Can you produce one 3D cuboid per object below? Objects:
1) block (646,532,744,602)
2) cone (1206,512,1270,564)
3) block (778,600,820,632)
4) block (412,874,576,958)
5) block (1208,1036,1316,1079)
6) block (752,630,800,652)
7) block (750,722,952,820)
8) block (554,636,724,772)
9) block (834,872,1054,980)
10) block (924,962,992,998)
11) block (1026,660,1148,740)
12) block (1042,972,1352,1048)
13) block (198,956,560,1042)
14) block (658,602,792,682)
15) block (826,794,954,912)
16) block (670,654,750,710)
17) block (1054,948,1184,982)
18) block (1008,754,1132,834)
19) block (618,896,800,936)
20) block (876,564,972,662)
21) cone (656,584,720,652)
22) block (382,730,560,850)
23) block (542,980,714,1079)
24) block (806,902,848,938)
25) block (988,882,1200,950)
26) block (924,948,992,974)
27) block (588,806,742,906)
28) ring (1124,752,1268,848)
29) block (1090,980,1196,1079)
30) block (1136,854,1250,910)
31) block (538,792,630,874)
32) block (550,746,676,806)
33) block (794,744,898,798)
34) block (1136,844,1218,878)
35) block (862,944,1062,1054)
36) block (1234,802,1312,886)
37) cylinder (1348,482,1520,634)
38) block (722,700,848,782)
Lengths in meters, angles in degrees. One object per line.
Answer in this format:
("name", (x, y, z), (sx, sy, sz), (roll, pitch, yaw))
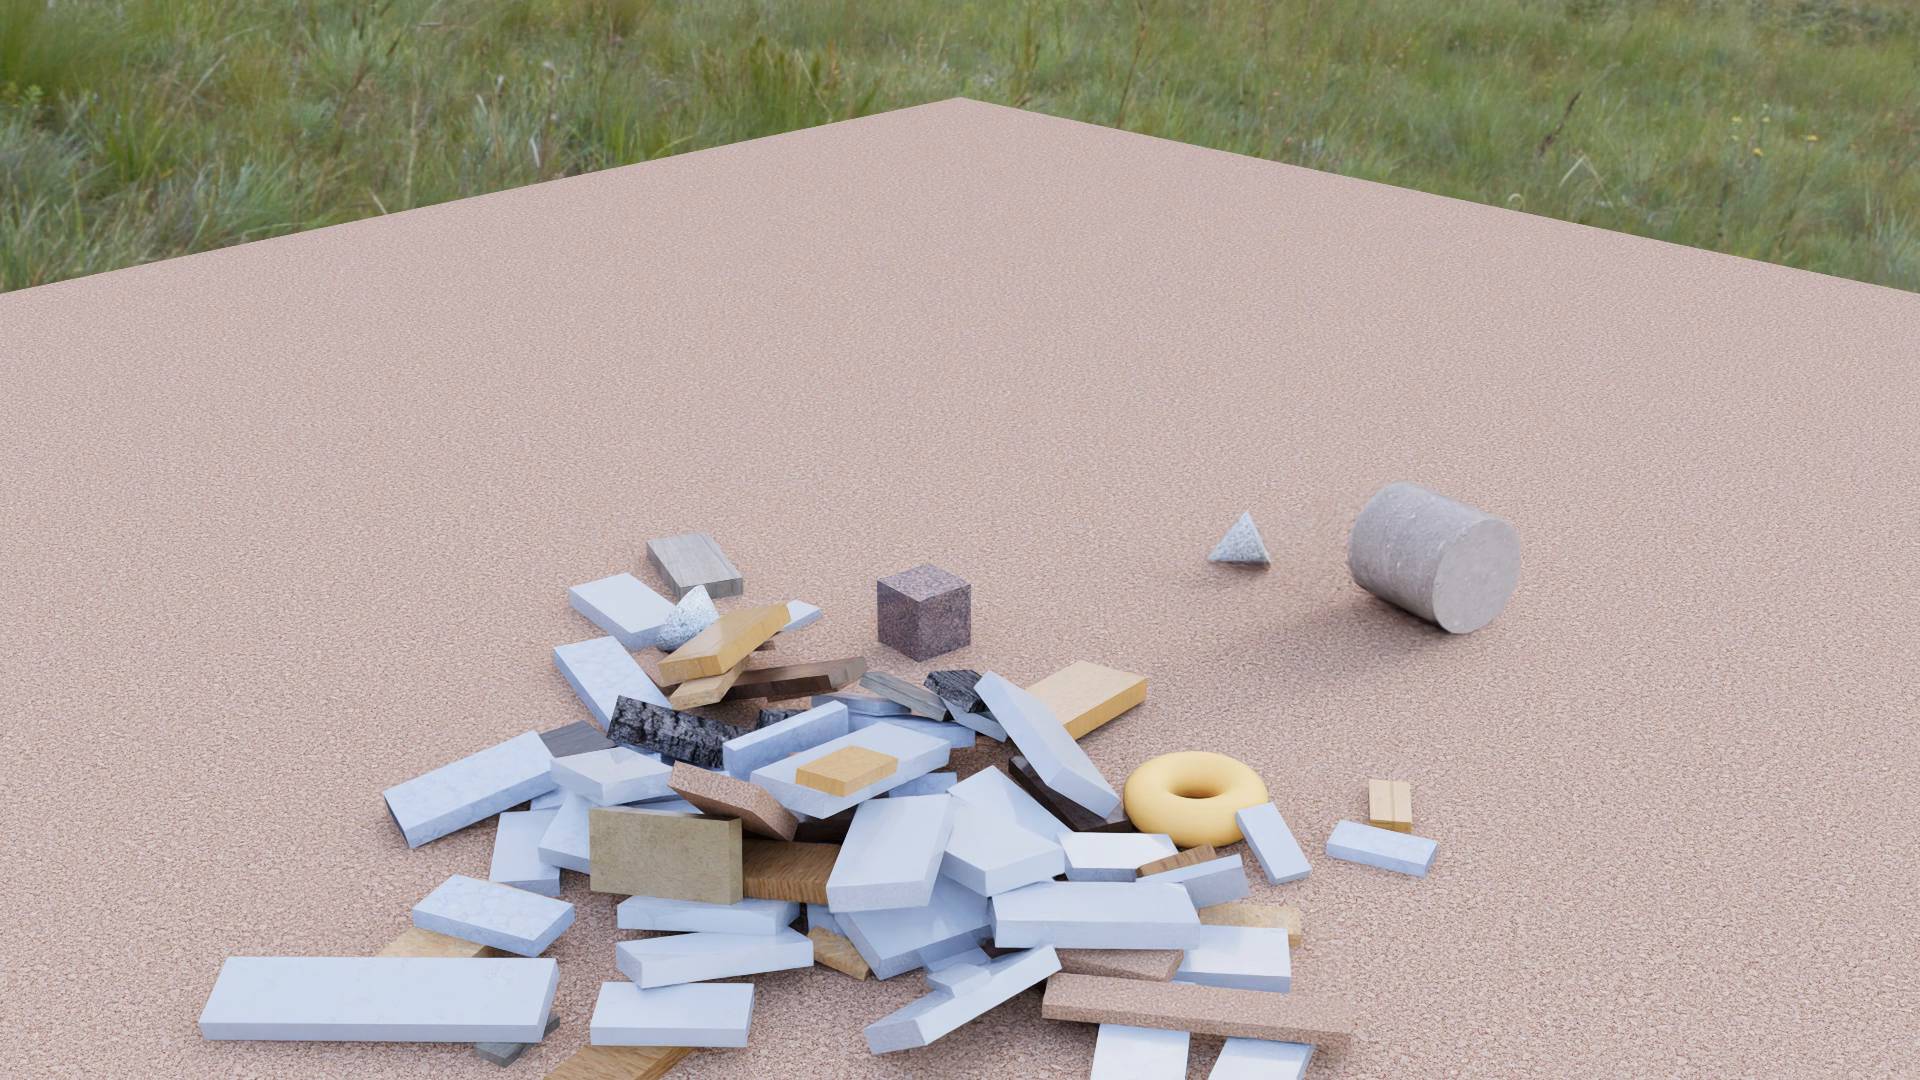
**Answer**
("block", (-0.671, 0.067, 5.544), (0.160, 0.045, 0.320), (-9, 25, -21))
("cone", (0.695, 0.024, 5.620), (0.147, 0.147, 0.147), (-25, 21, 10))
("block", (-0.418, 0.191, 5.280), (0.081, 0.023, 0.163), (17, 28, 34))
("block", (-0.847, 0.681, 3.995), (0.260, 0.037, 0.130), (10, 25, 22))
("block", (0.398, 0.974, 3.418), (0.133, 0.038, 0.842), (9, 25, 20))
("block", (-0.454, 0.232, 5.015), (0.163, 0.023, 0.081), (-6, 11, 39))
("block", (-0.205, 0.440, 4.254), (0.164, 0.046, 0.487), (14, 13, 26))
("block", (-0.697, 0.390, 4.788), (0.145, 0.041, 0.783), (-11, 25, -25))
("block", (-0.014, 0.674, 4.026), (0.392, 0.049, 0.174), (-13, 38, -28))
("block", (-0.004, 0.753, 3.775), (0.070, 0.020, 0.254), (-22, -3, -13))
("block", (0.238, 0.358, 4.808), (0.179, 0.051, 0.358), (13, 22, 34))
("block", (0.403, 0.797, 3.737), (0.517, 0.028, 0.098), (4, 23, 9))
("block", (-0.994, 0.788, 3.777), (0.585, 0.043, 0.152), (-1, 35, 5))
("block", (-0.527, 0.229, 4.948), (0.160, 0.045, 0.320), (-10, 15, 28))
("block", (-0.122, 0.563, 3.980), (0.174, 0.049, 0.348), (-6, 18, 10))
("block", (-0.548, 0.305, 4.854), (0.103, 0.029, 0.409), (-12, 8, 6))
("block", (0.266, 0.733, 3.881), (0.233, 0.033, 0.117), (8, 24, 21))
("block", (0.222, 0.520, 4.493), (0.117, 0.033, 0.328), (-10, 25, -22))
("block", (-0.458, 0.677, 4.019), (0.299, 0.042, 0.149), (0, 4, 13))
("block", (-0.084, 0.170, 5.161), (0.156, 0.156, 0.156), (-18, 29, -36))
("cone", (-0.578, 0.230, 5.113), (0.182, 0.182, 0.182), (35, 32, 10))
("block", (-0.981, 0.501, 4.437), (0.328, 0.046, 0.164), (-22, 32, -20))
("block", (-0.557, 0.866, 3.671), (0.130, 0.037, 0.463), (14, 26, 29))
("block", (-0.248, 0.682, 4.048), (0.068, 0.019, 0.135), (-3, 52, -8))
("block", (0.235, 0.668, 3.923), (0.358, 0.051, 0.179), (2, 13, -5))
("block", (-0.003, 0.762, 3.945), (0.112, 0.016, 0.056), (-12, 26, -26))
("block", (-0.543, 0.579, 4.047), (0.307, 0.153, 0.043), (1, 4, 26))
("ring", (0.473, 0.519, 4.414), (0.292, 0.097, 0.292), (-1, 23, 1))
("block", (0.311, 0.845, 3.714), (0.152, 0.043, 0.304), (4, 23, 9))
("block", (0.430, 0.642, 4.057), (0.196, 0.098, 0.028), (-14, 44, 5))
("block", (-0.631, 0.583, 4.203), (0.311, 0.042, 0.149), (12, 40, 11))
("block", (-0.674, 0.458, 4.281), (0.153, 0.043, 0.307), (-8, 8, -28))
("block", (-0.210, 0.431, 4.110), (0.104, 0.029, 0.207), (13, 13, 24))
("block", (0.422, 0.637, 4.172), (0.165, 0.023, 0.082), (-13, 63, -28))
("block", (0.006, 0.783, 3.754), (0.320, 0.045, 0.160), (-20, -4, -40))
("block", (0.605, 0.587, 4.258), (0.082, 0.023, 0.165), (-10, 51, -23))
("cylinder", (1.139, 0.041, 5.295), (0.288, 0.288, 0.288), (-15, 27, -31))
("block", (-0.355, 0.445, 4.527), (0.290, 0.145, 0.041), (-19, 29, -37))
